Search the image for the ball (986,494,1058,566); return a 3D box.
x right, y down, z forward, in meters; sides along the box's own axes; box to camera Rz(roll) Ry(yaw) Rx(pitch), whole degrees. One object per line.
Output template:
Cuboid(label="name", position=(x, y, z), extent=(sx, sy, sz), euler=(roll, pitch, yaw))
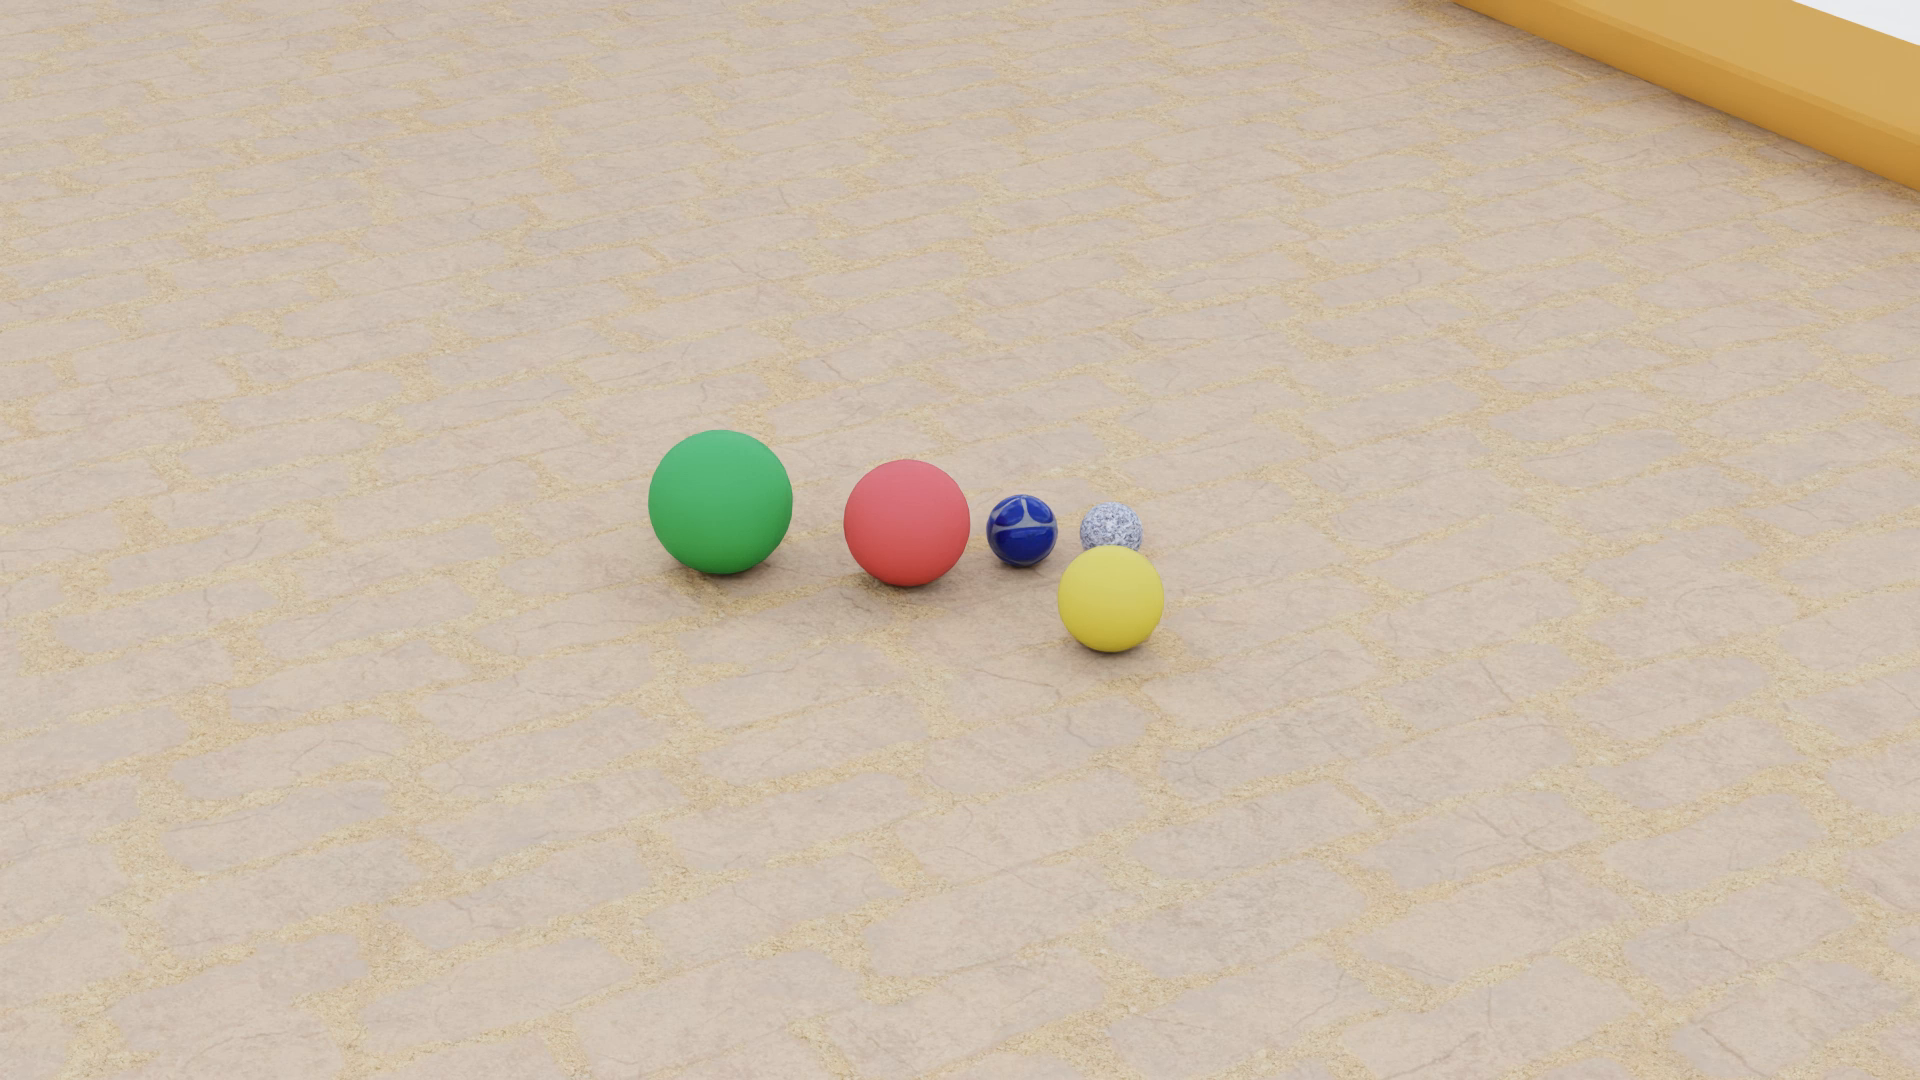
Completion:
Cuboid(label="ball", position=(0.042, -0.007, 1.989), extent=(0.049, 0.049, 0.049), euler=(0, 27, 0))

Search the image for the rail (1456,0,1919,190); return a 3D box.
Cuboid(label="rail", position=(0.466, -0.667, 3.193), extent=(0.045, 0.126, 3.965), euler=(-15, 30, -26))

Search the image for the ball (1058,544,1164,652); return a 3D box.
Cuboid(label="ball", position=(0.096, 0.037, 1.882), extent=(0.069, 0.069, 0.069), euler=(0, 27, 0))

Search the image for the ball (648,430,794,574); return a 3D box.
Cuboid(label="ball", position=(-0.161, -0.025, 1.973), extent=(0.097, 0.097, 0.097), euler=(0, 27, 0))

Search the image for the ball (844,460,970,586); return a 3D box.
Cuboid(label="ball", position=(-0.035, -0.011, 1.959), extent=(0.085, 0.085, 0.085), euler=(0, 27, 0))

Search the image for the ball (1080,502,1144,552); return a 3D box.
Cuboid(label="ball", position=(0.102, -0.004, 1.991), extent=(0.043, 0.043, 0.043), euler=(0, 27, 0))
